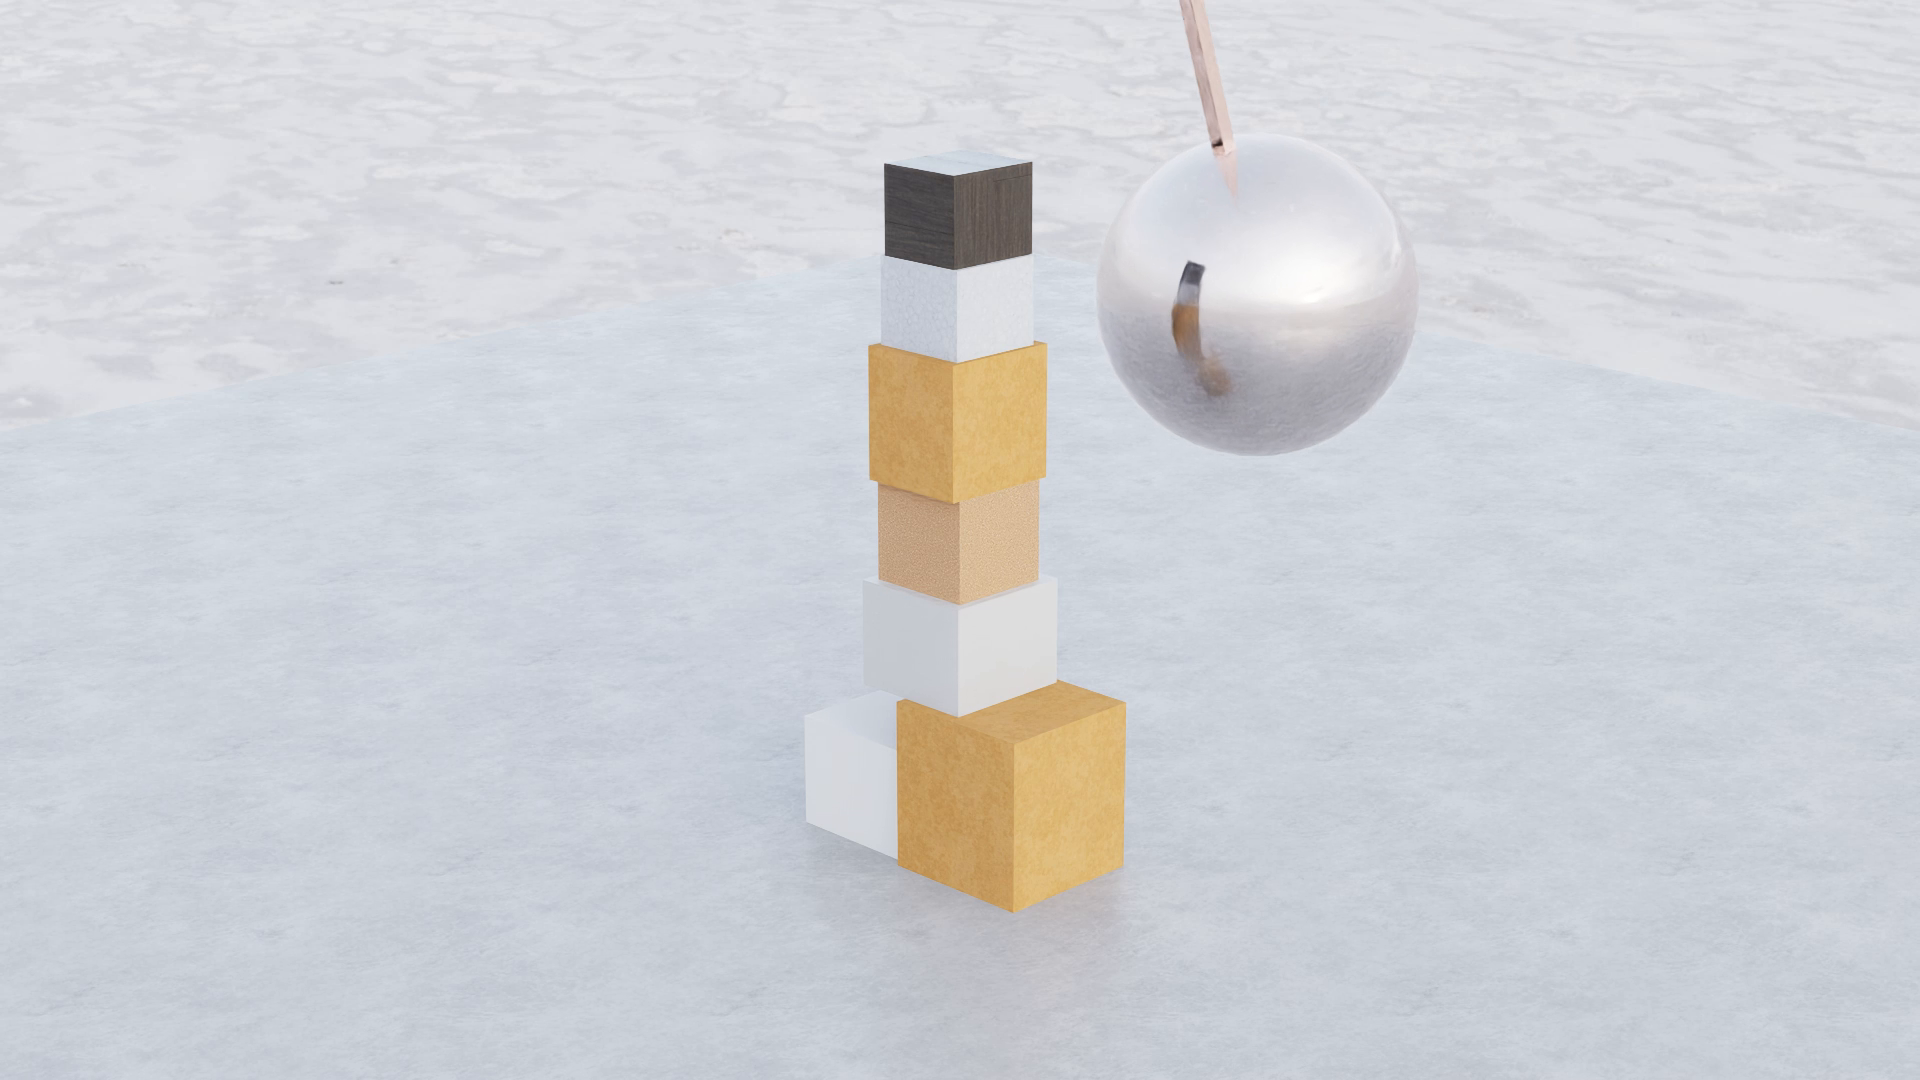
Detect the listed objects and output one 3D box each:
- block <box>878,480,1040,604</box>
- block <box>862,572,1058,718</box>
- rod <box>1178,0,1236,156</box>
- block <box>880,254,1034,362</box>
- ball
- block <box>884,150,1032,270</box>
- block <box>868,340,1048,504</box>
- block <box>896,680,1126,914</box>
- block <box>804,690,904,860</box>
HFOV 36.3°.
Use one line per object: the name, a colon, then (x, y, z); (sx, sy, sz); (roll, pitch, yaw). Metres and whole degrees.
block: (-0.006, -0.050, 13.319); (0.509, 0.482, 0.525); (-17, 24, -42)
block: (0.001, 0.420, 13.475); (0.644, 0.506, 0.618); (-17, 24, -42)
rod: (0.636, -4.007, 12.749); (0.080, 5.200, 0.080); (17, 44, 42)
block: (-0.012, -1.064, 12.995); (0.479, 0.406, 0.479); (-17, 24, -42)
ball: (1.467, -1.212, 14.498); (1.600, 1.600, 1.600); (0, 17, 0)
block: (-0.007, -1.455, 12.877); (0.487, 0.411, 0.432); (-17, 24, -42)
block: (-0.009, -0.575, 13.152); (0.595, 0.621, 0.535); (-17, 24, -42)
block: (0.233, 1.121, 13.434); (0.732, 0.807, 0.744); (-17, 24, -42)
block: (-0.277, 1.095, 13.955); (0.631, 0.543, 0.670); (-17, 24, -42)
